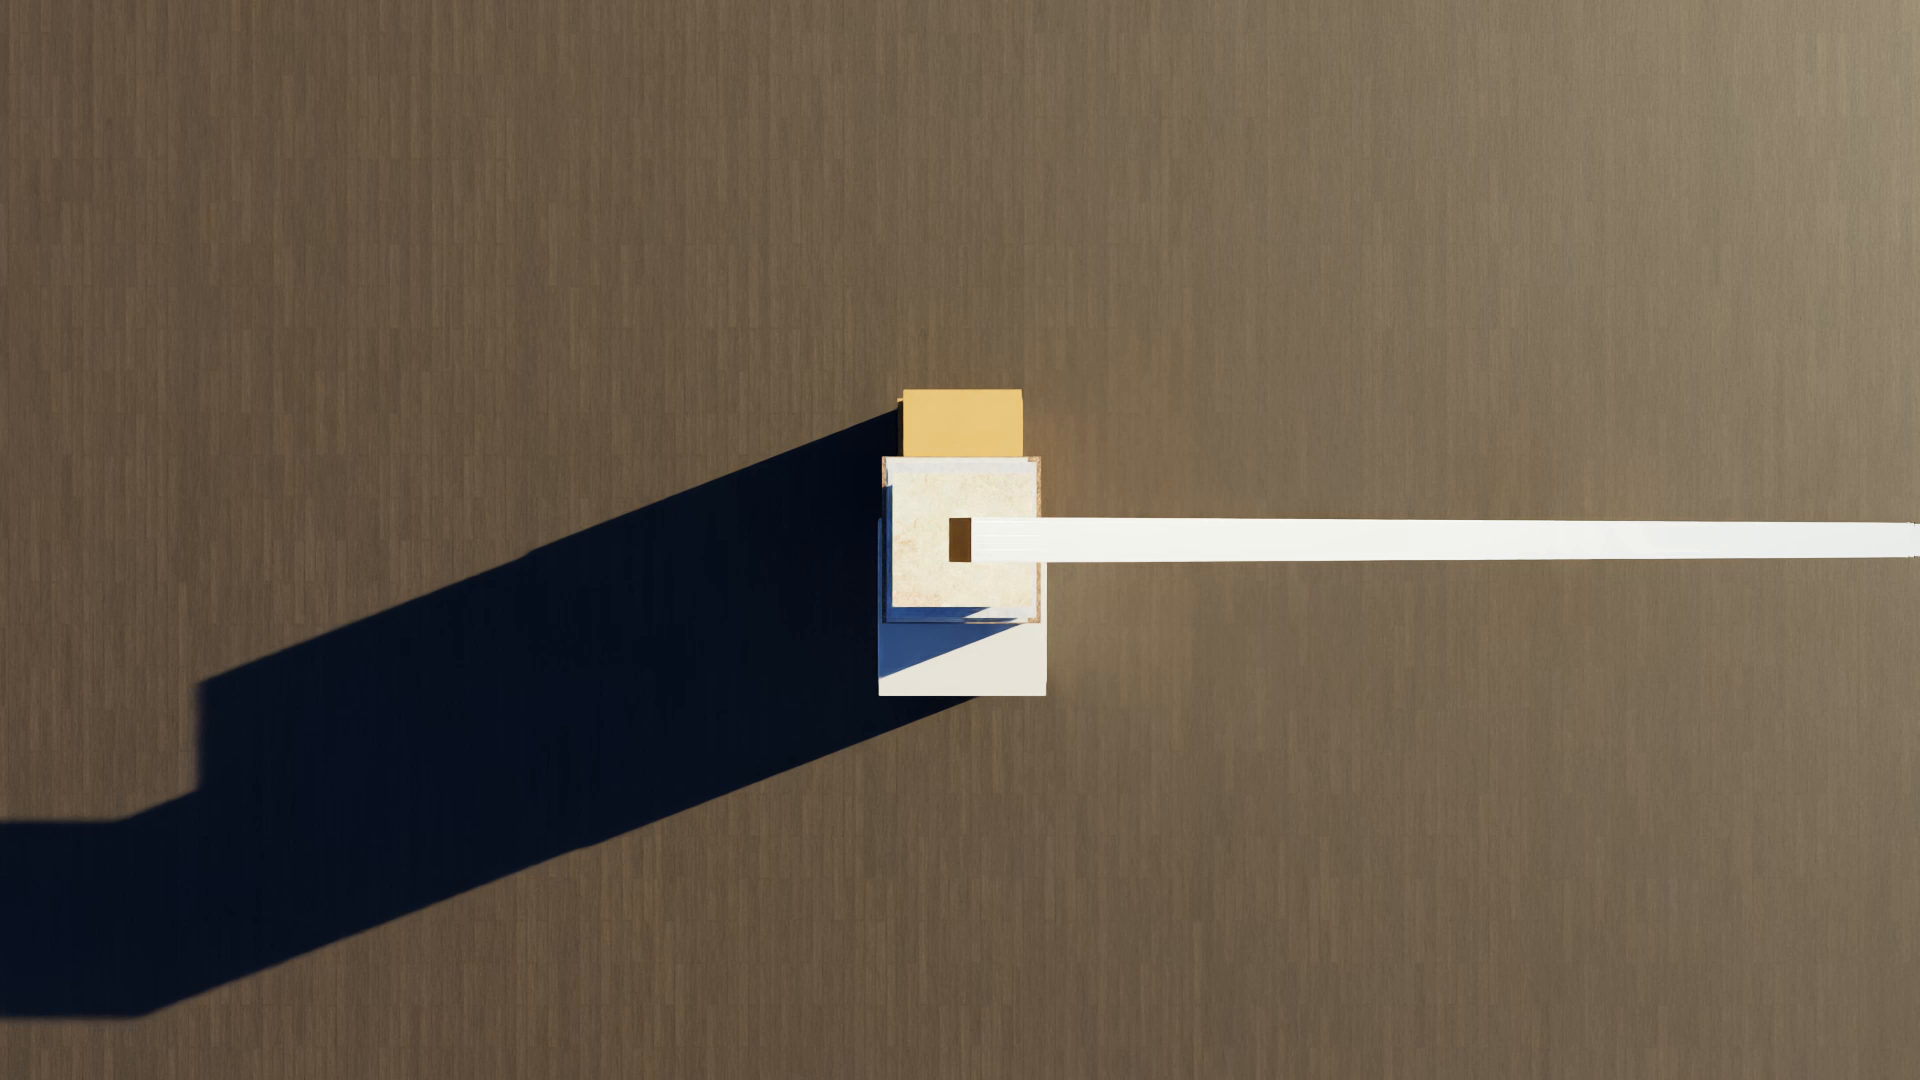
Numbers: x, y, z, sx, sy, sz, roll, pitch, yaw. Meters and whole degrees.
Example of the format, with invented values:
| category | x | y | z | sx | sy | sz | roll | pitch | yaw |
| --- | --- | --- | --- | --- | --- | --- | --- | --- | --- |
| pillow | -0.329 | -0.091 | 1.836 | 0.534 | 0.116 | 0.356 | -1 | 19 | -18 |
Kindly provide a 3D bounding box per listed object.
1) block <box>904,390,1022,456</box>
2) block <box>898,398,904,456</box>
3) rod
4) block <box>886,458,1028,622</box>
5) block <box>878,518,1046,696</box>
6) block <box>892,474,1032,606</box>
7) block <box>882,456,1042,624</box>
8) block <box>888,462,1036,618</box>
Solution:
| category | x | y | z | sx | sy | sz | roll | pitch | yaw |
| --- | --- | --- | --- | --- | --- | --- | --- | --- | --- |
| block | 0.013 | -0.453 | 11.853 | 0.617 | 0.714 | 0.666 | 0 | 90 | 0 |
| block | 0.001 | -0.451 | 12.605 | 0.694 | 0.790 | 0.669 | 0 | 90 | 0 |
| rod | 2.234 | 0.000 | 5.252 | 5.200 | 0.080 | 0.080 | 0 | 90 | -31 |
| block | -0.012 | 0.000 | 9.562 | 0.593 | 0.668 | 0.691 | 0 | 90 | 0 |
| block | 0.012 | 0.338 | 11.577 | 0.843 | 0.935 | 0.896 | 0 | 90 | 0 |
| block | 0.009 | 0.000 | 8.081 | 0.499 | 0.422 | 0.478 | 0 | 90 | 0 |
| block | 0.008 | 0.000 | 10.779 | 0.755 | 0.660 | 0.794 | 0 | 90 | 0 |
| block | 0.008 | 0.000 | 8.968 | 0.587 | 0.521 | 0.616 | 0 | 90 | 0 |
